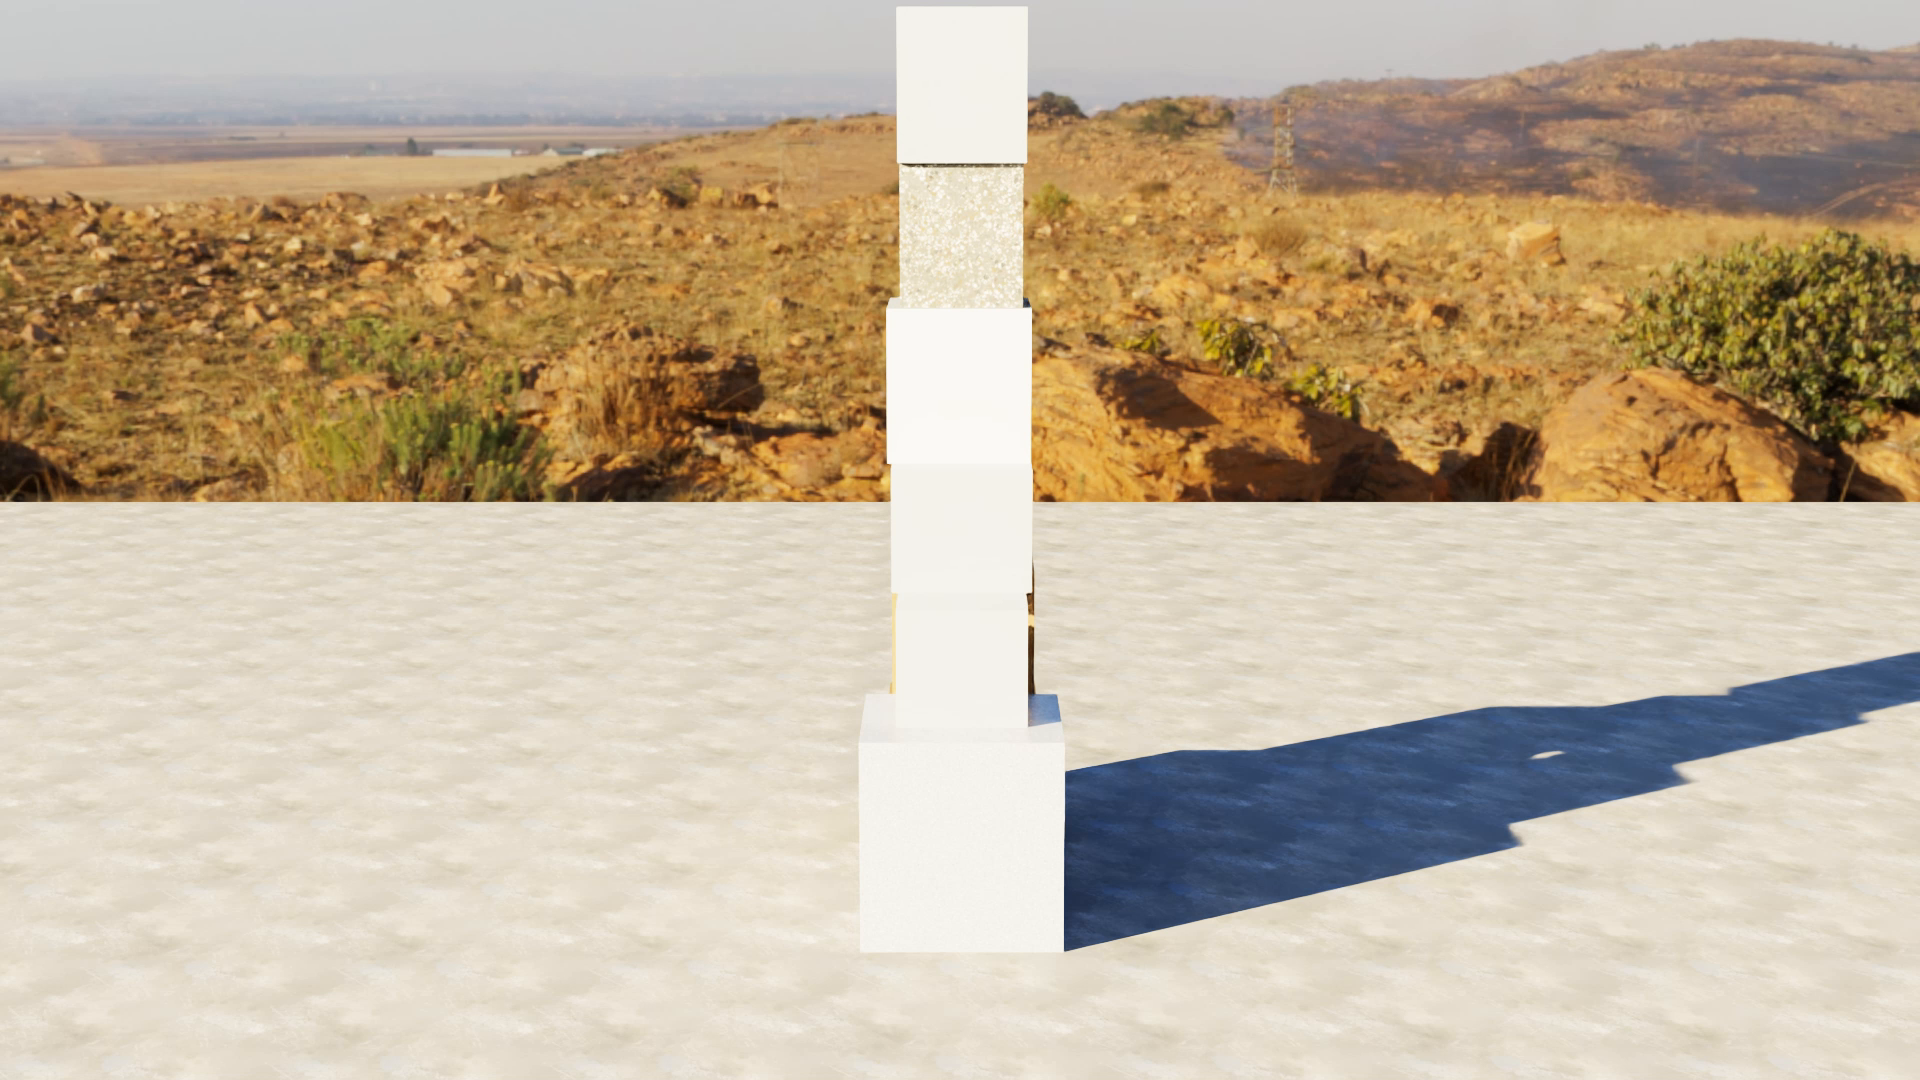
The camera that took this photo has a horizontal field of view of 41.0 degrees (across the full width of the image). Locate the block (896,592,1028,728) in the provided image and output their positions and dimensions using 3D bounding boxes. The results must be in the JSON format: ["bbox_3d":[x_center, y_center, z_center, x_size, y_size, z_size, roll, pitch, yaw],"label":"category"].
[{"bbox_3d":[0.008,0.474,10.706,0.536,0.487,0.571,0,10,0],"label":"block"}]

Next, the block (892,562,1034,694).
[{"bbox_3d":[0.015,0.425,11.784,0.634,0.682,0.647,0,9,0],"label":"block"}]

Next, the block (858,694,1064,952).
[{"bbox_3d":[0.007,1.166,10.711,0.822,0.875,0.820,0,10,0],"label":"block"}]

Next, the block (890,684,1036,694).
[{"bbox_3d":[0.012,1.045,12.138,0.698,0.601,0.652,0,10,0],"label":"block"}]

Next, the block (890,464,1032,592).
[{"bbox_3d":[0.007,-0.083,10.963,0.587,0.520,0.552,0,10,0],"label":"block"}]

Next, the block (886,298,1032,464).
[{"bbox_3d":[-0.004,-0.694,11.064,0.606,0.652,0.591,0,10,0],"label":"block"}]

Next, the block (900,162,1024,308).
[{"bbox_3d":[0.006,-1.313,10.958,0.515,0.602,0.489,0,10,0],"label":"block"}]

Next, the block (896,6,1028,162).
[{"bbox_3d":[0.009,-1.922,10.854,0.538,0.634,0.560,0,10,0],"label":"block"}]
